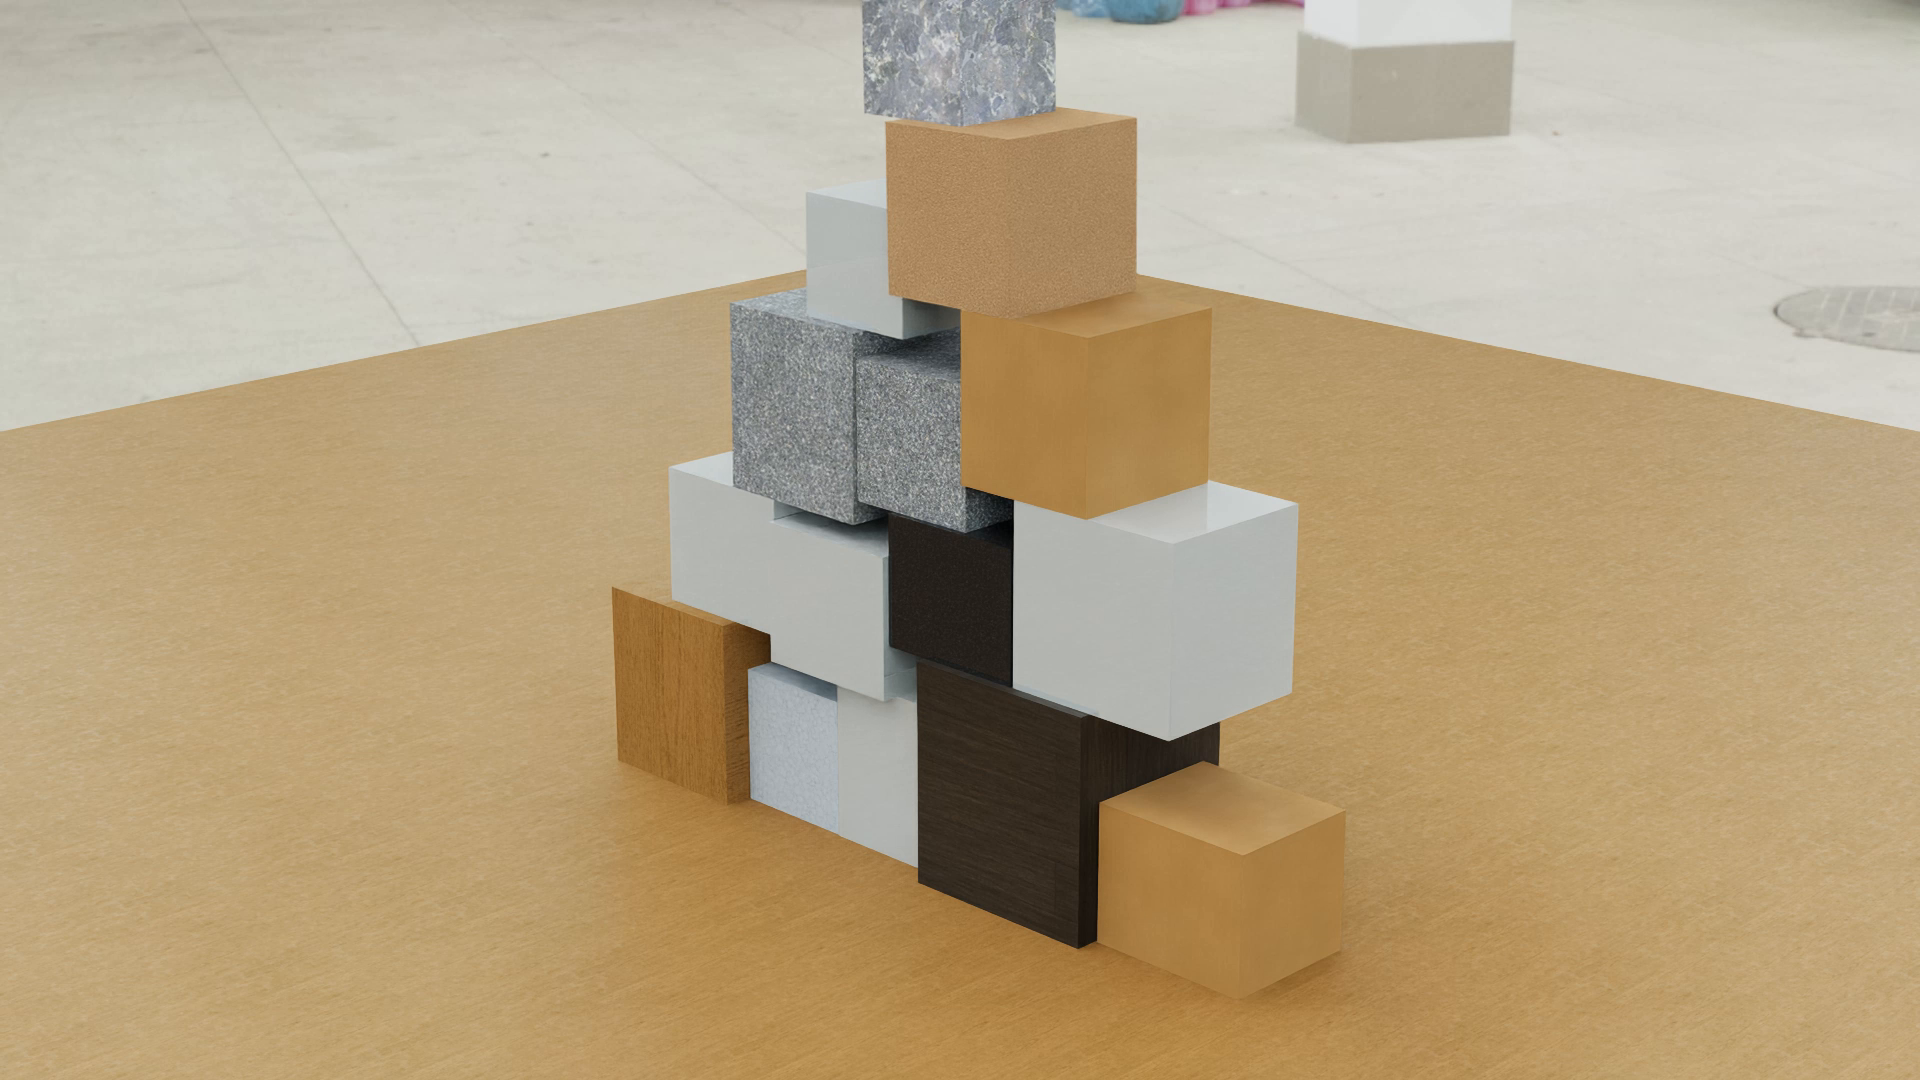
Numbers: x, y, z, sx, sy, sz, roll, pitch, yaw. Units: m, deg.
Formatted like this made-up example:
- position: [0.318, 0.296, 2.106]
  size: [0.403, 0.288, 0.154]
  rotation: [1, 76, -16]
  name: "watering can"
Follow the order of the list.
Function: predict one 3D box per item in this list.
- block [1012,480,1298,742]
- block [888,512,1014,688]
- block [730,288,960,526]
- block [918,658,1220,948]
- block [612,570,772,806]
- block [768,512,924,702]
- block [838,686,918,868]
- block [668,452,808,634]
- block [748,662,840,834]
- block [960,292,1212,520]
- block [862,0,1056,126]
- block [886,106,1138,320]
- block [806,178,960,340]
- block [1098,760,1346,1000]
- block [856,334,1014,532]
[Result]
- position: [0.832, 0.244, 12.568]
  size: [0.809, 0.855, 0.895]
  rotation: [-17, 24, -42]
  name: "block"
- position: [0.218, 0.181, 13.146]
  size: [0.757, 0.629, 0.760]
  rotation: [-17, 24, -42]
  name: "block"
- position: [-0.513, -0.659, 13.651]
  size: [0.735, 0.889, 0.830]
  rotation: [-17, 24, -42]
  name: "block"
- position: [0.485, 1.059, 13.187]
  size: [0.921, 1.072, 0.992]
  rotation: [-17, 24, -42]
  name: "block"
- position: [-1.111, 0.665, 14.690]
  size: [0.897, 0.922, 0.843]
  rotation: [-17, 24, -42]
  name: "block"
- position: [-0.320, 0.236, 13.749]
  size: [0.843, 0.686, 0.771]
  rotation: [-17, 24, -42]
  name: "block"
- position: [-0.113, 1.013, 13.773]
  size: [0.657, 0.810, 0.643]
  rotation: [-17, 24, -42]
  name: "block"
- position: [-0.867, -0.030, 14.240]
  size: [0.765, 0.673, 0.763]
  rotation: [-17, 24, -42]
  name: "block"
- position: [-0.565, 0.940, 14.238]
  size: [0.661, 0.669, 0.635]
  rotation: [-17, 24, -42]
  name: "block"
- position: [0.539, -0.613, 12.575]
  size: [0.780, 0.775, 0.732]
  rotation: [-17, 24, -42]
  name: "block"
- position: [-0.004, -2.172, 12.685]
  size: [0.587, 0.643, 0.593]
  rotation: [-17, 23, -42]
  name: "block"
- position: [0.225, -1.440, 12.667]
  size: [0.794, 0.753, 0.734]
  rotation: [-17, 23, -42]
  name: "block"
- position: [-0.264, -1.283, 13.213]
  size: [0.625, 0.571, 0.588]
  rotation: [17, 24, 42]
  name: "block"
- position: [1.122, 1.451, 12.636]
  size: [0.683, 0.655, 0.798]
  rotation: [-17, 24, -42]
  name: "block"
- position: [0.031, -0.494, 13.143]
  size: [0.708, 0.662, 0.688]
  rotation: [-17, 24, -42]
  name: "block"
